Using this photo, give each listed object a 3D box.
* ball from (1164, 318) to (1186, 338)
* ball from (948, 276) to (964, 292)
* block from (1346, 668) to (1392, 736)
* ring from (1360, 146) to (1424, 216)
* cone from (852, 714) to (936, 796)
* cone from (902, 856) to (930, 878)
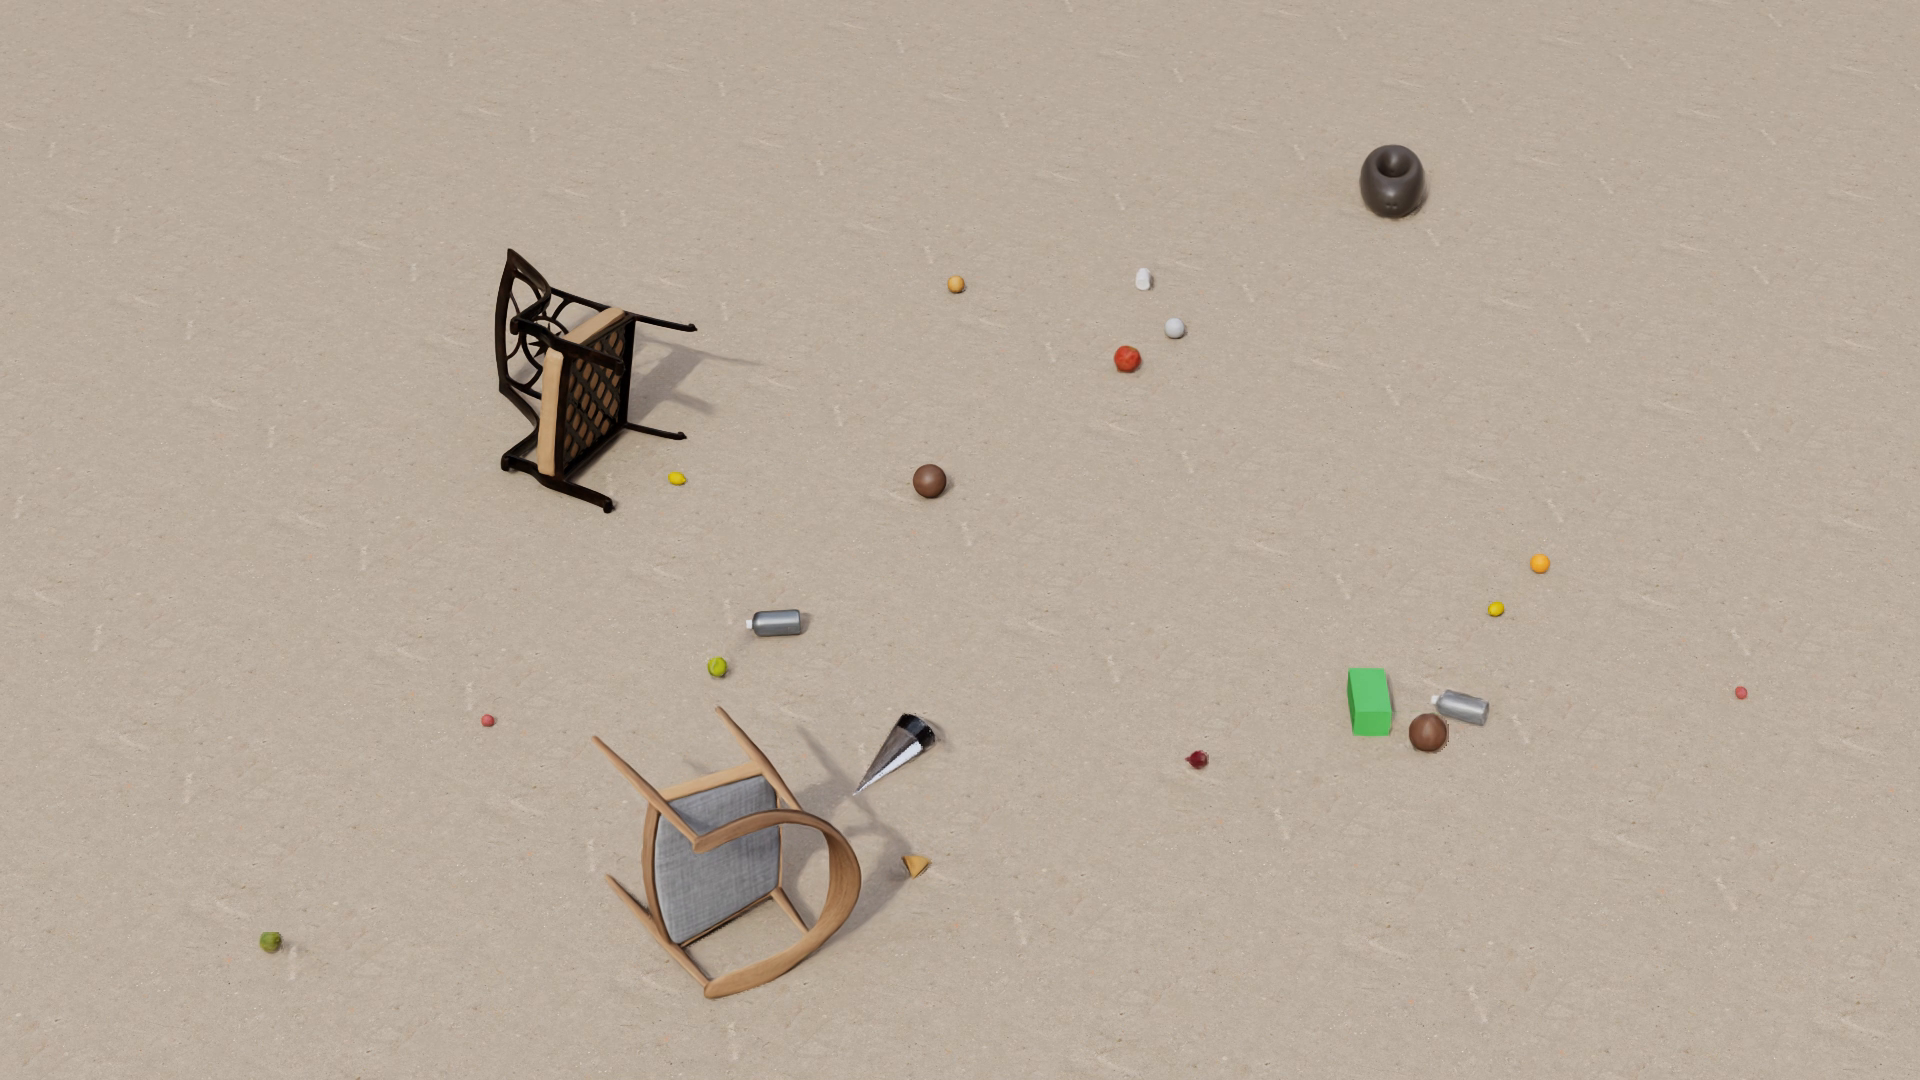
[{"bbox_3d":[0.893,-0.882,12.204,0.088,0.088,0.088,0,33,0],"label":"ball"},{"bbox_3d":[-0.017,-1.094,12.537,0.076,0.076,0.076,0,33,0],"label":"ball"},{"bbox_3d":[1.396,0.552,10.013,0.121,0.102,0.249,1,33,1],"label":"block"},{"bbox_3d":[1.953,-1.623,13.249,0.291,0.178,0.535,3,32,7],"label":"ring"},{"bbox_3d":[-0.250,0.740,9.758,0.162,0.138,0.345,4,39,47],"label":"cone"},{"bbox_3d":[-0.144,1.047,9.321,0.095,0.093,0.065,12,69,-12],"label":"cone"}]
